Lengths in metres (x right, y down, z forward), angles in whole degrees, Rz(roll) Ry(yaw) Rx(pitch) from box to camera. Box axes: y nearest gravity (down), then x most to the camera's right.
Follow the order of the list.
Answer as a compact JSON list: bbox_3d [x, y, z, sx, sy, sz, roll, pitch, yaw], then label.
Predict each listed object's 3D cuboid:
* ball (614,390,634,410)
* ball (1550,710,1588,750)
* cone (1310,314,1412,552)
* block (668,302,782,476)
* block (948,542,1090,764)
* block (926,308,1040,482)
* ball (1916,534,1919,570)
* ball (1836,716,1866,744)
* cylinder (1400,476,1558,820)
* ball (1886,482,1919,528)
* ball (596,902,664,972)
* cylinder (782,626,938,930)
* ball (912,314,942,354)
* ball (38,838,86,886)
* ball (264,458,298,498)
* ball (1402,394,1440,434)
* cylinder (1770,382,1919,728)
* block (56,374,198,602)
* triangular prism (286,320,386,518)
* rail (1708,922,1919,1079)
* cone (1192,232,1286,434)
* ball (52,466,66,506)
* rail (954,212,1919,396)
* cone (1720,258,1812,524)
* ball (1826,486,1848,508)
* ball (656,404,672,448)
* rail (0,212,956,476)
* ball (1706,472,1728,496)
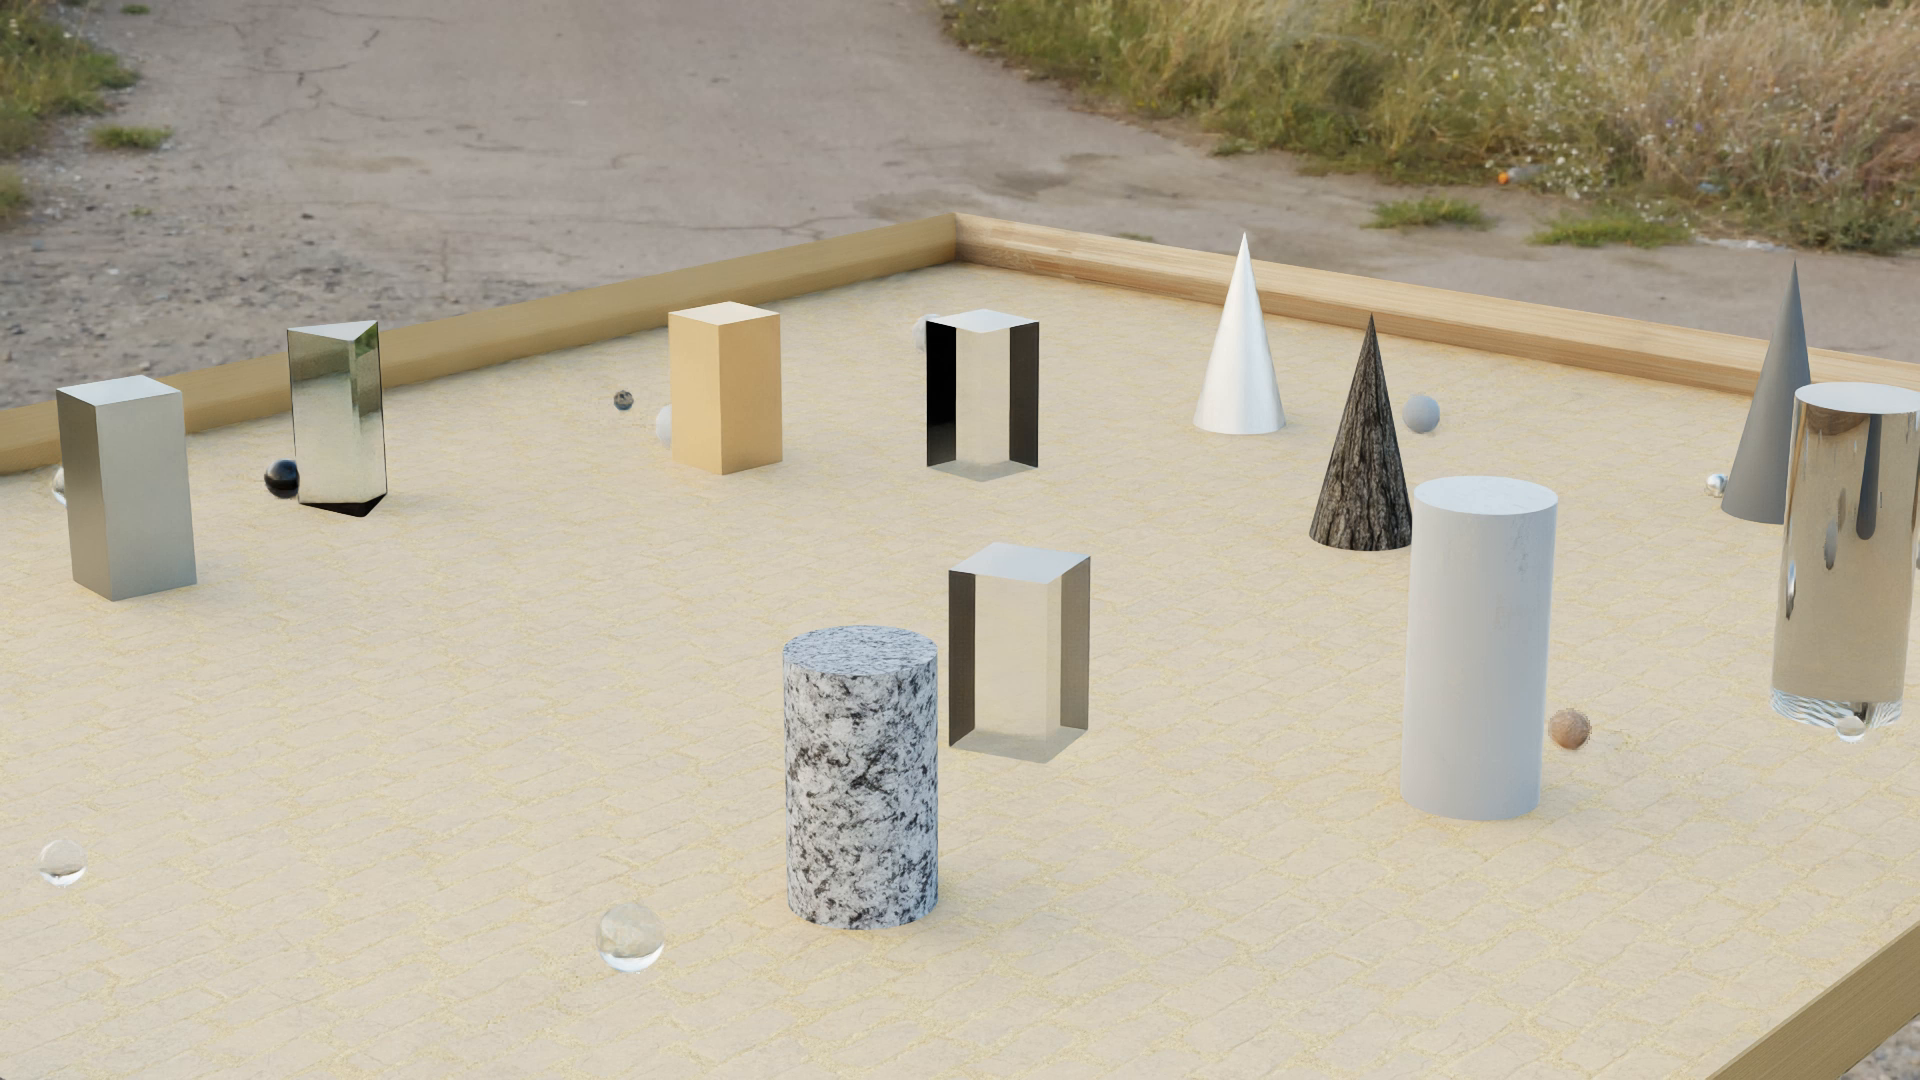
[{"bbox_3d":[-0.734,-0.304,6.389,0.044,0.044,0.044,0,17,0],"label":"ball"},{"bbox_3d":[0.916,0.286,4.408,0.057,0.057,0.057,0,17,0],"label":"ball"},{"bbox_3d":[0.753,-0.213,5.422,0.200,0.428,0.200,0,17,0],"label":"cone"},{"bbox_3d":[-0.475,-0.309,5.948,0.160,0.308,0.160,-15,22,-41],"label":"block"},{"bbox_3d":[0.090,0.168,4.413,0.160,0.280,0.160,8,18,25],"label":"block"},{"bbox_3d":[0.045,-0.292,5.900,0.160,0.304,0.160,-15,22,-41],"label":"block"},{"bbox_3d":[1.731,0.006,5.273,0.094,0.094,0.094,0,17,0],"label":"ball"},{"bbox_3d":[1.347,0.286,4.434,0.042,0.042,0.042,0,17,0],"label":"ball"},{"bbox_3d":[0.736,0.152,4.170,0.200,0.450,0.200,0,17,0],"label":"cylinder"},{"bbox_3d":[1.787,-0.065,5.523,0.085,0.085,0.085,0,17,0],"label":"ball"},{"bbox_3d":[-0.412,0.496,3.659,0.086,0.086,0.086,0,17,0],"label":"ball"},{"bbox_3d":[-0.129,0.308,3.830,0.200,0.348,0.200,0,17,0],"label":"cylinder"},{"bbox_3d":[-0.066,-0.484,6.898,0.095,0.095,0.095,0,17,0],"label":"ball"},{"bbox_3d":[-1.199,0.431,3.916,0.063,0.063,0.063,0,17,0],"label":"ball"},{"bbox_3d":[-1.314,-0.120,5.710,0.079,0.079,0.079,0,17,0],"label":"ball"},{"bbox_3d":[0.976,-0.266,6.200,0.081,0.081,0.081,0,17,0],"label":"ball"},{"bbox_3d":[1.369,0.023,4.516,0.200,0.499,0.200,0,17,0],"label":"cylinder"},{"bbox_3d":[-1.465,-0.093,5.156,0.160,0.351,0.160,-14,22,-38],"label":"block"},{"bbox_3d":[-1.171,-0.241,5.656,0.173,0.346,0.150,11,20,33],"label":"triangular prism"},{"bbox_3d":[1.466,0.400,3.901,0.045,0.130,4.482,14,22,39],"label":"rail"},{"bbox_3d":[0.600,-0.451,6.234,0.200,0.415,0.200,0,17,0],"label":"cone"},{"bbox_3d":[-1.703,-0.106,5.650,0.091,0.091,0.091,0,17,0],"label":"ball"},{"bbox_3d":[1.454,-0.450,6.723,3.931,0.130,0.045,14,22,39],"label":"rail"},{"bbox_3d":[1.568,-0.294,5.577,0.200,0.494,0.200,0,17,0],"label":"cone"},{"bbox_3d":[1.684,-0.084,5.632,0.042,0.042,0.042,0,17,0],"label":"ball"},{"bbox_3d":[-0.580,-0.237,6.070,0.099,0.099,0.099,0,17,0],"label":"ball"},{"bbox_3d":[-1.466,-0.334,6.339,0.045,0.130,4.482,14,22,39],"label":"rail"},{"bbox_3d":[1.481,-0.108,5.730,0.046,0.046,0.046,0,17,0],"label":"ball"}]
